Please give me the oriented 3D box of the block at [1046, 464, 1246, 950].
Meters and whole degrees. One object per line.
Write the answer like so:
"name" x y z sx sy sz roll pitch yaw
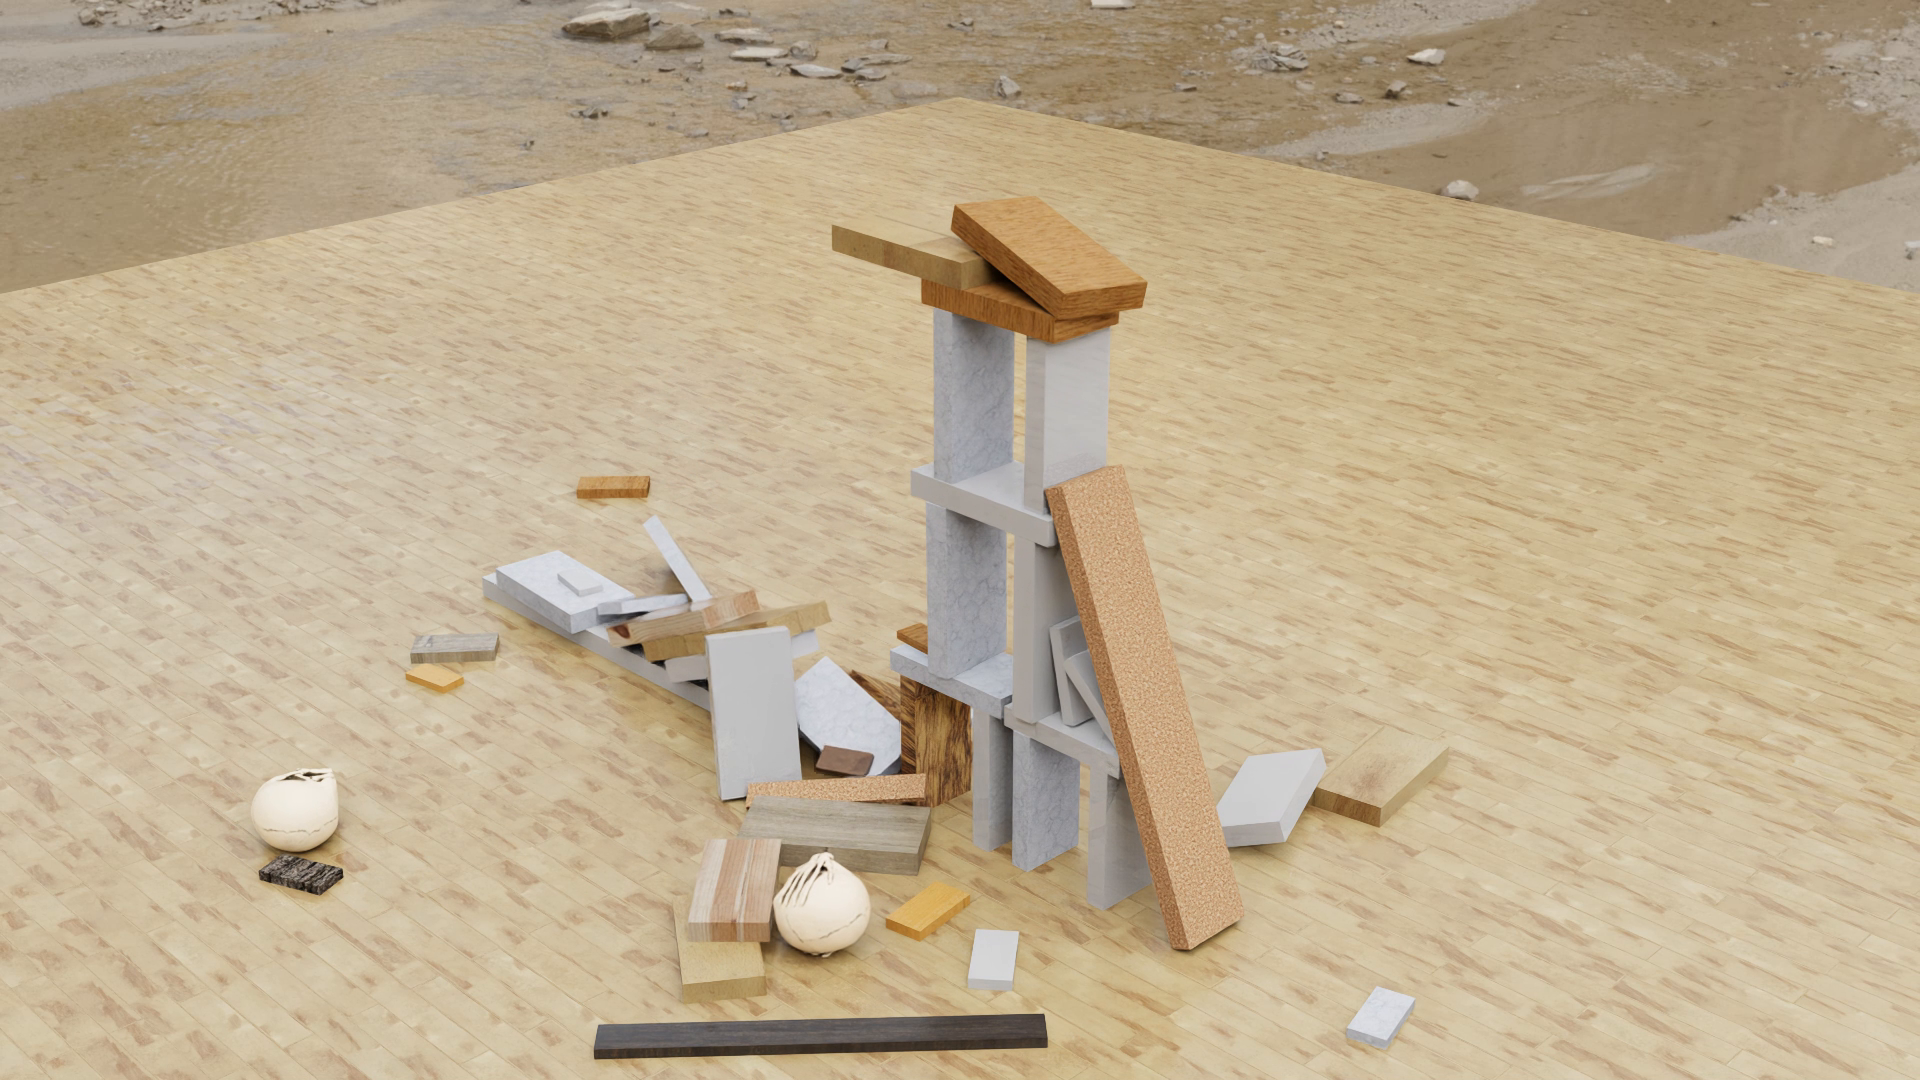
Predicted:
"block" 0.340 0.303 3.993 0.161 0.872 0.046 -21 8 -40

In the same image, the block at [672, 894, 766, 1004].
"block" -0.438 0.732 3.982 0.145 0.041 0.290 -4 23 -10

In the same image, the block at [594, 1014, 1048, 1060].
"block" -0.235 0.845 3.744 0.765 0.020 0.071 -1 23 -2

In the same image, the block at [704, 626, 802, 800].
"block" -0.422 0.353 4.496 0.168 0.336 0.048 -7 11 -15

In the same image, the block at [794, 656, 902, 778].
"block" -0.237 0.388 4.595 0.155 0.044 0.311 -41 55 -15

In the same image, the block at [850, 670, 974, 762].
"block" -0.105 0.377 4.721 0.155 0.044 0.310 23 5 -39

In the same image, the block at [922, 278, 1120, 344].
"block" 0.105 -0.428 3.929 0.166 0.047 0.332 -21 31 -40

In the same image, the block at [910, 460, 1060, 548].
"block" 0.095 -0.084 4.093 0.178 0.050 0.356 -21 31 -40

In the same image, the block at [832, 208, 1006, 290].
"block" -0.054 -0.541 4.070 0.179 0.051 0.357 -20 30 -39

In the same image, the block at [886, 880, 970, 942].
"block" -0.059 0.692 4.102 0.079 0.022 0.157 16 28 33

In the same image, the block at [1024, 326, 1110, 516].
"block" 0.192 -0.225 3.937 0.166 0.332 0.047 -20 31 -39

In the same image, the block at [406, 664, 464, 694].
"block" -1.194 0.314 4.998 0.123 0.017 0.062 15 27 32

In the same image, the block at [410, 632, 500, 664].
"block" -1.178 0.252 5.132 0.192 0.027 0.096 -2 23 -4

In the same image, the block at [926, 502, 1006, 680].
"block" 0.014 0.073 4.244 0.050 0.355 0.178 18 29 38

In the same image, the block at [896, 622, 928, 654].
"block" -0.063 0.200 4.377 0.062 0.017 0.123 -18 29 -37

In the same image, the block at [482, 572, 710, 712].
"block" -0.795 0.215 5.191 0.907 0.050 0.175 21 31 40

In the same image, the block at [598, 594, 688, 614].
"block" -0.744 0.150 5.164 0.192 0.027 0.096 -7 2 -45

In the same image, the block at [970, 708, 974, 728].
"block" 0.008 0.366 4.869 0.080 0.023 0.159 -13 26 -27

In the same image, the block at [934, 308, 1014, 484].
"block" 0.027 -0.285 4.077 0.047 0.332 0.166 21 31 40

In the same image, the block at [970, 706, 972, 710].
"block" -0.019 0.334 4.887 0.080 0.023 0.159 -8 24 -18

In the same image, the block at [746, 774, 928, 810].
"block" -0.249 0.508 4.429 0.375 0.016 0.055 -5 53 14

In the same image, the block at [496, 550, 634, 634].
"block" -0.950 0.122 5.283 0.175 0.050 0.350 -18 29 -36

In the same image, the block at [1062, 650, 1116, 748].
"block" 0.276 0.287 4.042 0.095 0.027 0.190 -21 72 -40

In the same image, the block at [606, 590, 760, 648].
"block" -0.628 0.179 4.970 0.336 0.048 0.168 -12 6 42

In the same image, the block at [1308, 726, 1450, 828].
"block" 0.869 0.486 4.557 0.161 0.046 0.321 16 28 33

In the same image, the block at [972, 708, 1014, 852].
"block" 0.094 0.446 4.320 0.043 0.304 0.152 21 31 41

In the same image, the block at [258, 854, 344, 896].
"block" -1.265 0.642 4.223 0.142 0.020 0.071 9 25 21

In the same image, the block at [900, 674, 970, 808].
"block" -0.048 0.391 4.449 0.152 0.304 0.043 -20 30 -39

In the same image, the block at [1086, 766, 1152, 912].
"block" 0.306 0.535 4.125 0.146 0.292 0.041 -21 31 -40

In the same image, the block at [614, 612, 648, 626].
"block" -0.770 0.200 5.141 0.062 0.017 0.123 5 23 11

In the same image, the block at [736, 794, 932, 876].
"block" -0.247 0.580 4.329 0.357 0.051 0.179 3 23 7

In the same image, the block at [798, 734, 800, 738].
"block" -0.400 0.391 4.810 0.165 0.023 0.082 19 30 38

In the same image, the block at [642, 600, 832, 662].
"block" -0.498 0.203 4.847 0.168 0.048 0.475 -19 6 -42

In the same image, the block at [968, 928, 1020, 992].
"block" 0.061 0.754 3.954 0.079 0.022 0.157 2 23 5

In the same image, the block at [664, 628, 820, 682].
"block" -0.478 0.252 4.799 0.175 0.050 0.350 -19 6 -38

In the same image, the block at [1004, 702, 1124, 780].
"block" 0.238 0.354 4.124 0.146 0.041 0.292 -21 31 -40

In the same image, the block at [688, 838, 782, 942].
"block" -0.414 0.647 4.078 0.145 0.041 0.290 0 23 0

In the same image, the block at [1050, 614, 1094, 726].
"block" 0.221 0.240 4.095 0.095 0.190 0.027 -21 18 -40

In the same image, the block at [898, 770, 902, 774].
"block" -0.206 0.419 4.604 0.062 0.017 0.268 -39 55 -13

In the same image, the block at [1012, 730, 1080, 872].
"block" 0.168 0.481 4.252 0.146 0.292 0.041 -21 31 -41

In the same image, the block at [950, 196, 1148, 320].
"block" 0.154 -0.505 3.905 0.179 0.051 0.357 -11 38 -31

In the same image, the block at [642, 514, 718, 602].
"block" -0.645 0.102 5.335 0.041 0.145 0.568 -38 31 -4

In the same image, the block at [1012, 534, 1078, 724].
"block" 0.179 0.142 4.099 0.050 0.369 0.178 21 31 41

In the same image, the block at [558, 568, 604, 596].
"block" -0.907 0.100 5.248 0.062 0.017 0.123 -15 27 -31

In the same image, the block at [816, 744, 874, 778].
"block" -0.235 0.456 4.509 0.110 0.016 0.055 8 58 20

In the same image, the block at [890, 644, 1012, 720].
"block" 0.023 0.258 4.318 0.304 0.043 0.152 21 31 40

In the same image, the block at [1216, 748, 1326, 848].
"block" 0.615 0.517 4.420 0.161 0.046 0.321 -10 17 28

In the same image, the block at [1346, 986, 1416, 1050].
"block" 0.727 0.824 3.793 0.071 0.020 0.142 13 26 28

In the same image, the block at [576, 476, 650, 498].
"block" -0.956 -0.146 6.070 0.192 0.027 0.096 -1 23 -2
